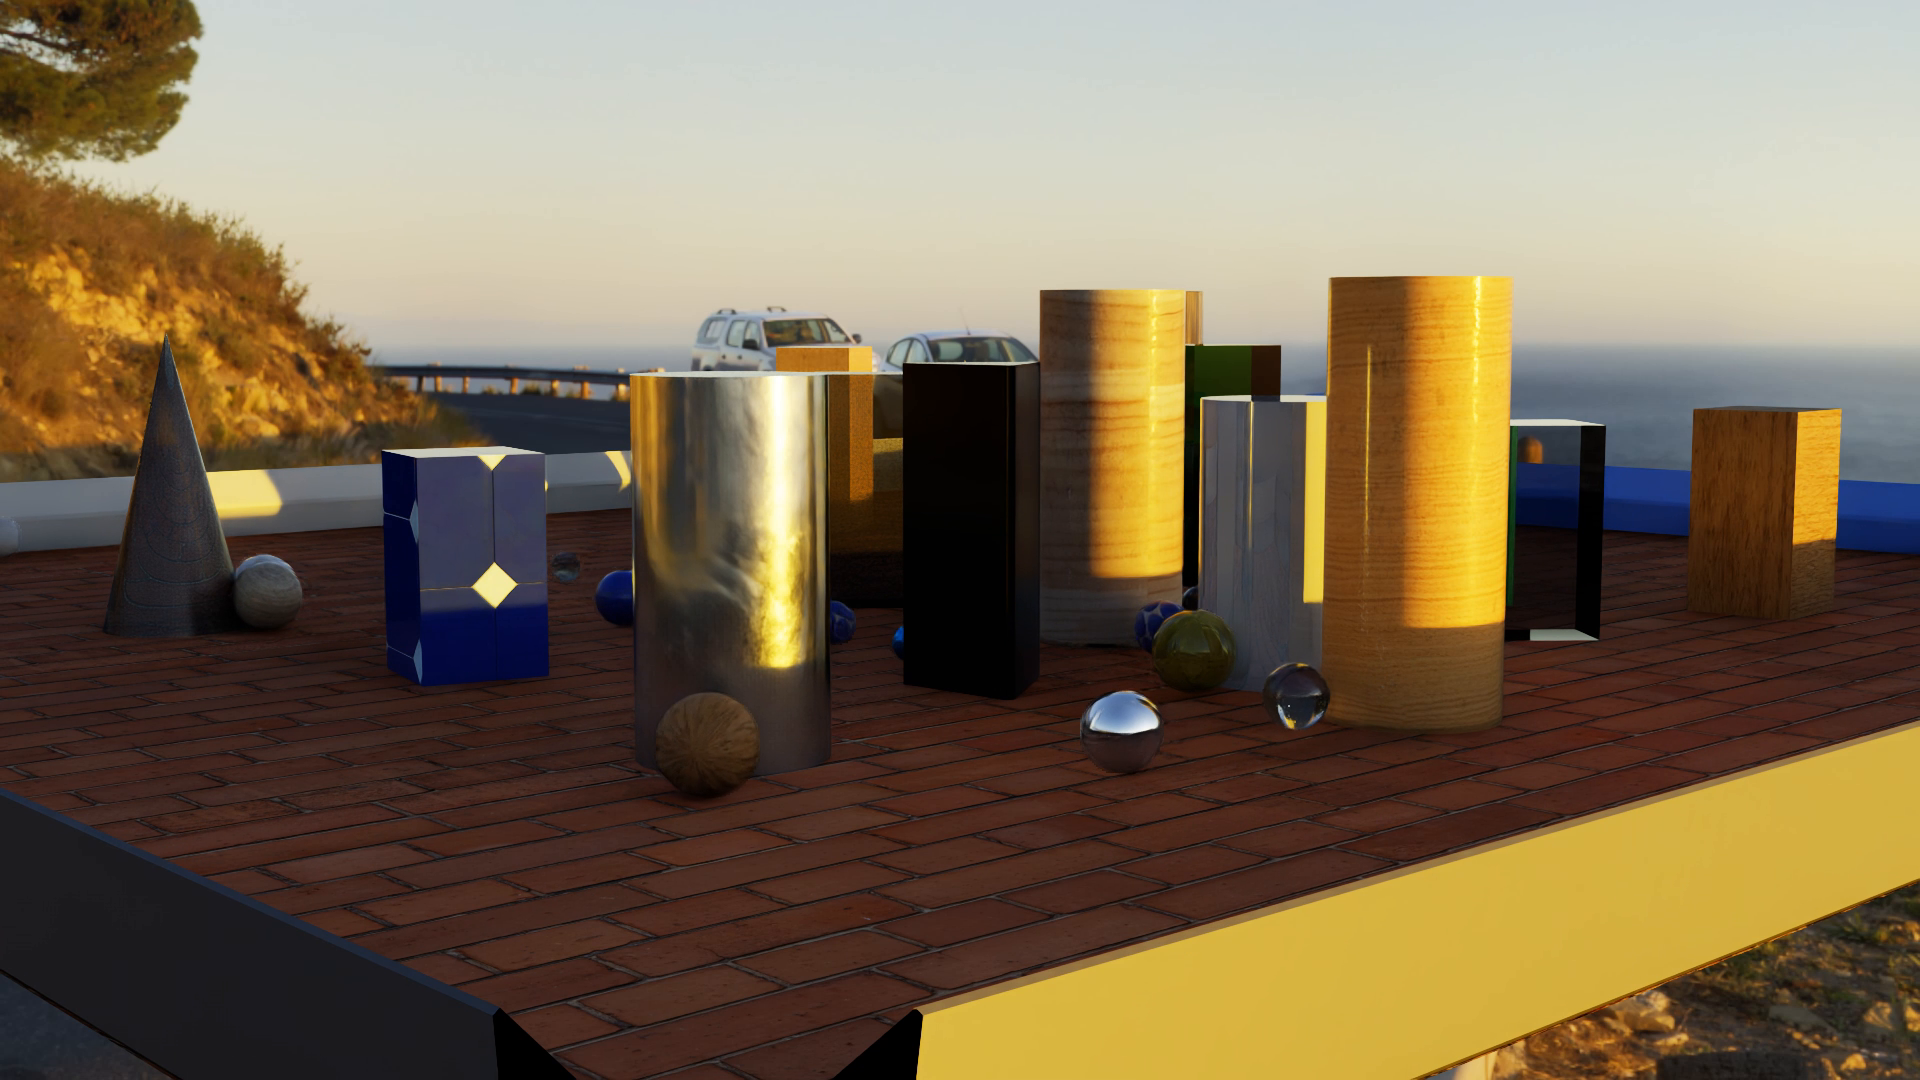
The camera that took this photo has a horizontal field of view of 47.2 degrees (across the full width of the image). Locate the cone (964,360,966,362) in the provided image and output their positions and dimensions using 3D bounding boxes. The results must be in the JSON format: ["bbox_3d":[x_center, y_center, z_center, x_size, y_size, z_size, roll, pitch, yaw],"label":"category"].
[{"bbox_3d":[0.010,-0.208,4.615,0.195,0.340,0.195,0,6,0],"label":"cone"}]

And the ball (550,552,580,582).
[{"bbox_3d":[-0.647,0.044,3.607,0.049,0.049,0.049,0,6,0],"label":"ball"}]

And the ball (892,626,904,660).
[{"bbox_3d":[-0.061,0.131,2.779,0.050,0.050,0.050,0,6,0],"label":"ball"}]

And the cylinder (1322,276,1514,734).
[{"bbox_3d":[0.494,-0.044,2.385,0.195,0.479,0.195,0,6,0],"label":"cylinder"}]

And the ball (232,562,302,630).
[{"bbox_3d":[-0.966,0.078,3.064,0.095,0.095,0.095,0,6,0],"label":"ball"}]

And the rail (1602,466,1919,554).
[{"bbox_3d":[1.263,-0.088,4.491,0.045,0.127,3.414,-5,8,-42],"label":"rail"}]

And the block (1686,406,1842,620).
[{"bbox_3d":[1.190,-0.045,3.256,0.156,0.299,0.156,6,8,43],"label":"block"}]

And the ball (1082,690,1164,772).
[{"bbox_3d":[0.157,0.184,2.122,0.080,0.080,0.080,0,6,0],"label":"ball"}]

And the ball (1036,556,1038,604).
[{"bbox_3d":[0.120,0.060,3.335,0.074,0.074,0.074,0,6,0],"label":"ball"}]

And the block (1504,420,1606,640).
[{"bbox_3d":[0.783,-0.017,3.031,0.156,0.290,0.156,0,6,-3],"label":"block"}]

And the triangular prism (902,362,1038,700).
[{"bbox_3d":[0.044,-0.018,2.605,0.169,0.382,0.146,5,8,42],"label":"triangular prism"}]

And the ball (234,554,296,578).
[{"bbox_3d":[-1.008,0.067,3.186,0.091,0.091,0.091,0,6,0],"label":"ball"}]

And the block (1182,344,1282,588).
[{"bbox_3d":[0.417,-0.126,3.608,0.156,0.388,0.156,-2,6,-21],"label":"block"}]

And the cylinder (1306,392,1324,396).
[{"bbox_3d":[0.680,-0.094,3.716,0.195,0.302,0.195,0,6,0],"label":"cylinder"}]

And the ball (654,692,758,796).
[{"bbox_3d":[-0.232,0.187,2.016,0.096,0.096,0.096,0,6,0],"label":"ball"}]

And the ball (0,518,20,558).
[{"bbox_3d":[-1.731,-0.004,3.958,0.072,0.072,0.072,0,6,0],"label":"ball"}]

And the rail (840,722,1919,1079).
[{"bbox_3d":[1.142,0.162,2.101,3.484,0.127,0.045,-5,8,-42],"label":"rail"}]

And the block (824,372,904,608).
[{"bbox_3d":[-0.143,-0.080,3.350,0.156,0.349,0.156,0,6,-4],"label":"block"}]

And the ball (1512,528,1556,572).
[{"bbox_3d":[0.977,0.018,3.742,0.074,0.074,0.074,0,6,0],"label":"ball"}]

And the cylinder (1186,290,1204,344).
[{"bbox_3d":[0.342,-0.211,3.991,0.195,0.477,0.195,0,6,0],"label":"cylinder"}]

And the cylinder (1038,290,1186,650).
[{"bbox_3d":[0.203,-0.099,2.954,0.195,0.470,0.195,0,6,0],"label":"cylinder"}]

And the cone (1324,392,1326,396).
[{"bbox_3d":[0.539,-0.069,3.215,0.195,0.356,0.195,0,6,0],"label":"cone"}]

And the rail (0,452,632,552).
[{"bbox_3d":[-1.142,-0.096,4.562,3.484,0.127,0.045,-5,8,-42],"label":"rail"}]

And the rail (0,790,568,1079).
[{"bbox_3d":[-1.263,0.154,2.173,0.045,0.127,3.414,-5,8,-42],"label":"rail"}]

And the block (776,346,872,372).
[{"bbox_3d":[-0.279,-0.215,4.552,0.156,0.368,0.156,2,6,15],"label":"block"}]

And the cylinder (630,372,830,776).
[{"bbox_3d":[-0.227,0.027,2.180,0.195,0.381,0.195,0,6,0],"label":"cylinder"}]

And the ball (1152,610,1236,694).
[{"bbox_3d":[0.271,0.130,2.557,0.097,0.097,0.097,0,6,0],"label":"ball"}]

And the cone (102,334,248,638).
[{"bbox_3d":[-1.101,-0.083,3.070,0.195,0.415,0.195,0,6,0],"label":"cone"}]

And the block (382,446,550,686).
[{"bbox_3d":[-0.607,0.028,2.696,0.156,0.272,0.156,-3,7,-29],"label":"block"}]

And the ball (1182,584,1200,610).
[{"bbox_3d":[0.336,0.095,3.042,0.066,0.066,0.066,0,6,0],"label":"ball"}]

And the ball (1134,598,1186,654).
[{"bbox_3d":[0.261,0.113,2.824,0.075,0.075,0.075,0,6,0],"label":"ball"}]

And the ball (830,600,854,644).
[{"bbox_3d":[-0.171,0.110,2.933,0.060,0.060,0.060,0,6,0],"label":"ball"}]

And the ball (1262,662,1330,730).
[{"bbox_3d":[0.357,0.166,2.338,0.071,0.071,0.071,0,6,0],"label":"ball"}]

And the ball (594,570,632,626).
[{"bbox_3d":[-0.477,0.081,3.109,0.079,0.079,0.079,0,6,0],"label":"ball"}]

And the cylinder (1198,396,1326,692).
[{"bbox_3d":[0.385,0.000,2.642,0.195,0.339,0.195,0,6,0],"label":"cylinder"}]
